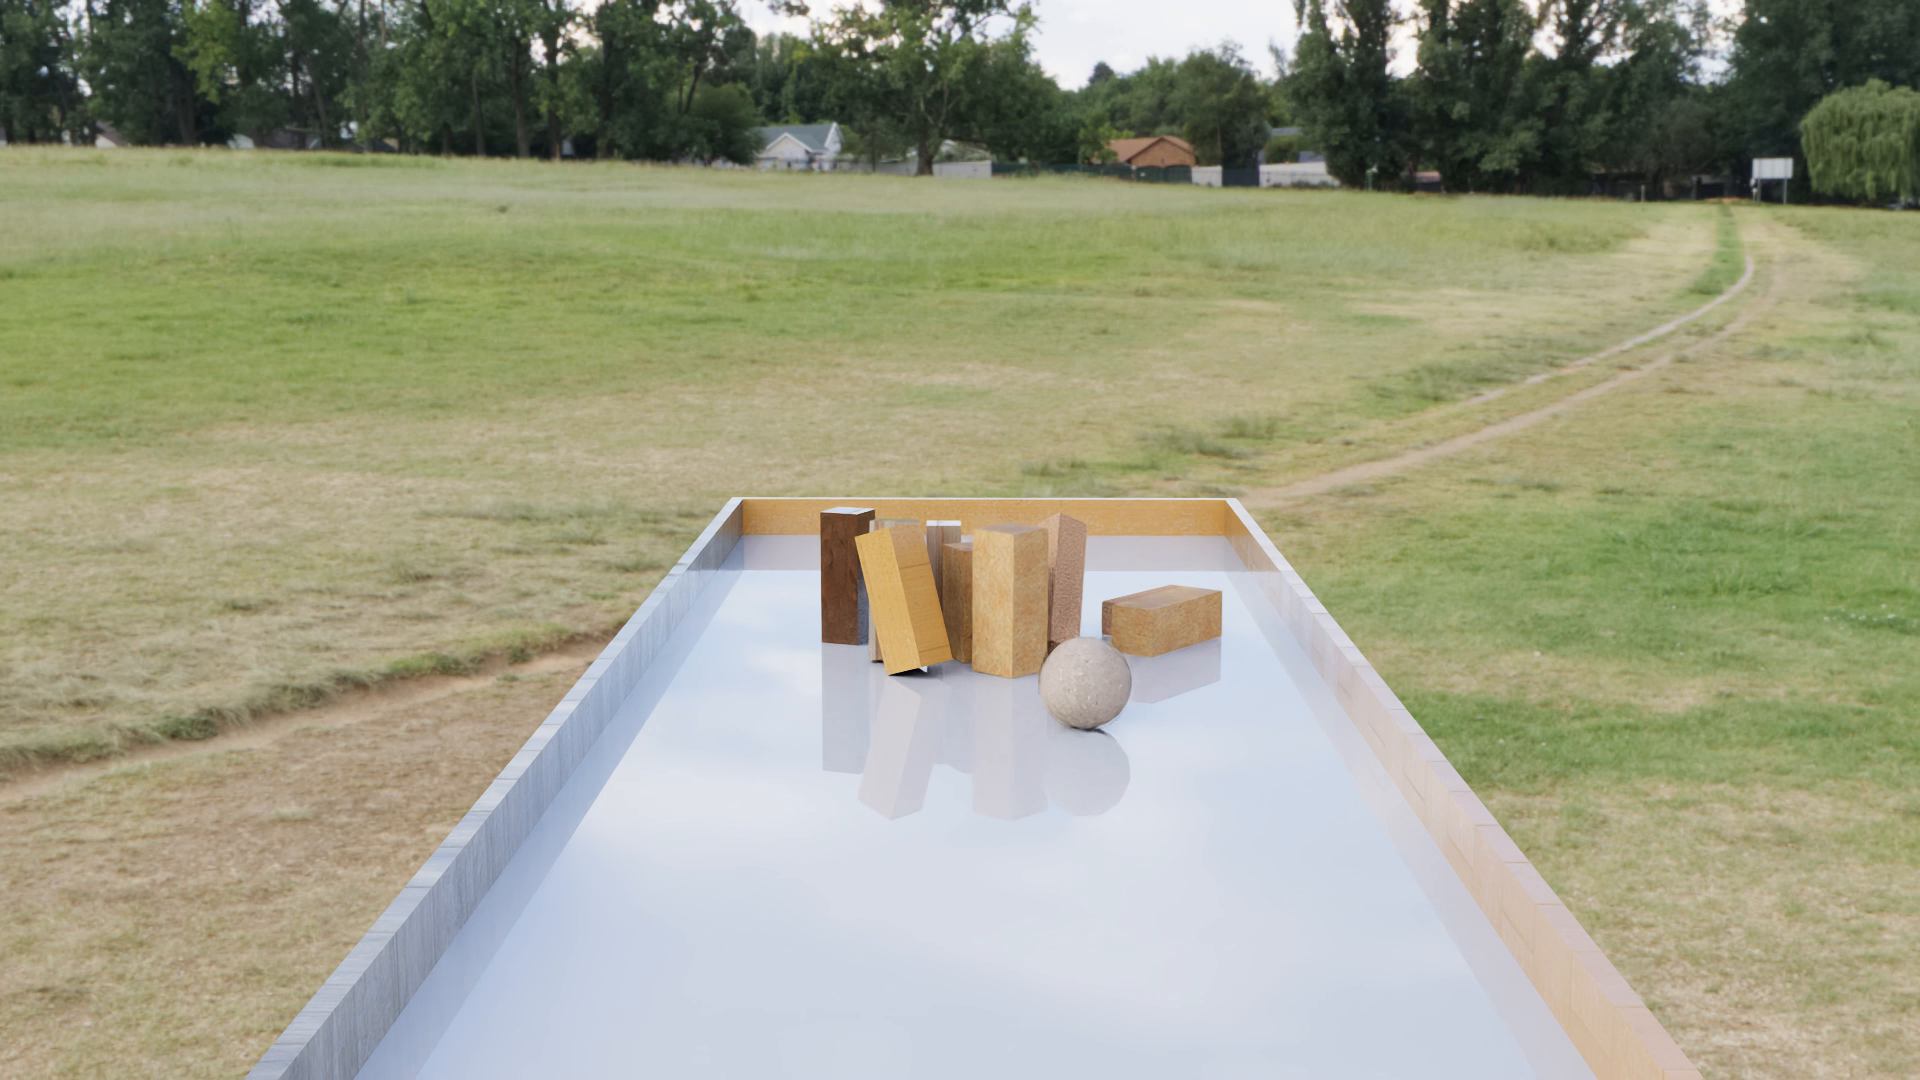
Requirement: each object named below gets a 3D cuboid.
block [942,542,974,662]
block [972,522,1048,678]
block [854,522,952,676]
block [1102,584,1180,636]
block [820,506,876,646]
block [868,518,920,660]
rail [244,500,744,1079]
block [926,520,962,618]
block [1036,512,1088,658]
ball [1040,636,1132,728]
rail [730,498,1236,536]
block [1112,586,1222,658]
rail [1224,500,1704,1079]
[{"bbox_3d":[0.054,0.187,6.729,0.162,0.342,0.162,-4,9,-23],"label":"block"},{"bbox_3d":[0.149,0.176,6.512,0.158,0.429,0.158,10,14,41],"label":"block"},{"bbox_3d":[-0.167,0.172,6.506,0.142,0.419,0.142,-15,-3,40],"label":"block"},{"bbox_3d":[0.623,0.232,7.203,0.108,0.108,0.398,7,12,39],"label":"block"},{"bbox_3d":[-0.354,0.113,6.964,0.129,0.417,0.129,4,10,23],"label":"block"},{"bbox_3d":[-0.201,0.149,6.694,0.130,0.421,0.130,1,4,8],"label":"block"},{"bbox_3d":[-1.004,0.839,3.234,0.050,0.150,12.000,0,9,1],"label":"rail"},{"bbox_3d":[-0.051,0.136,6.930,0.107,0.382,0.107,0,9,-1],"label":"block"},{"bbox_3d":[0.298,0.141,6.719,0.111,0.423,0.111,22,-29,-32],"label":"block"},{"bbox_3d":[0.333,0.378,5.843,0.244,0.244,0.244,0,9,0],"label":"ball"},{"bbox_3d":[0.099,-0.098,9.147,2.100,0.150,0.050,0,9,1],"label":"rail"},{"bbox_3d":[0.656,0.254,6.935,0.147,0.147,0.417,7,11,37],"label":"block"},{"bbox_3d":[1.046,0.843,3.208,0.050,0.150,12.000,0,9,1],"label":"rail"}]
